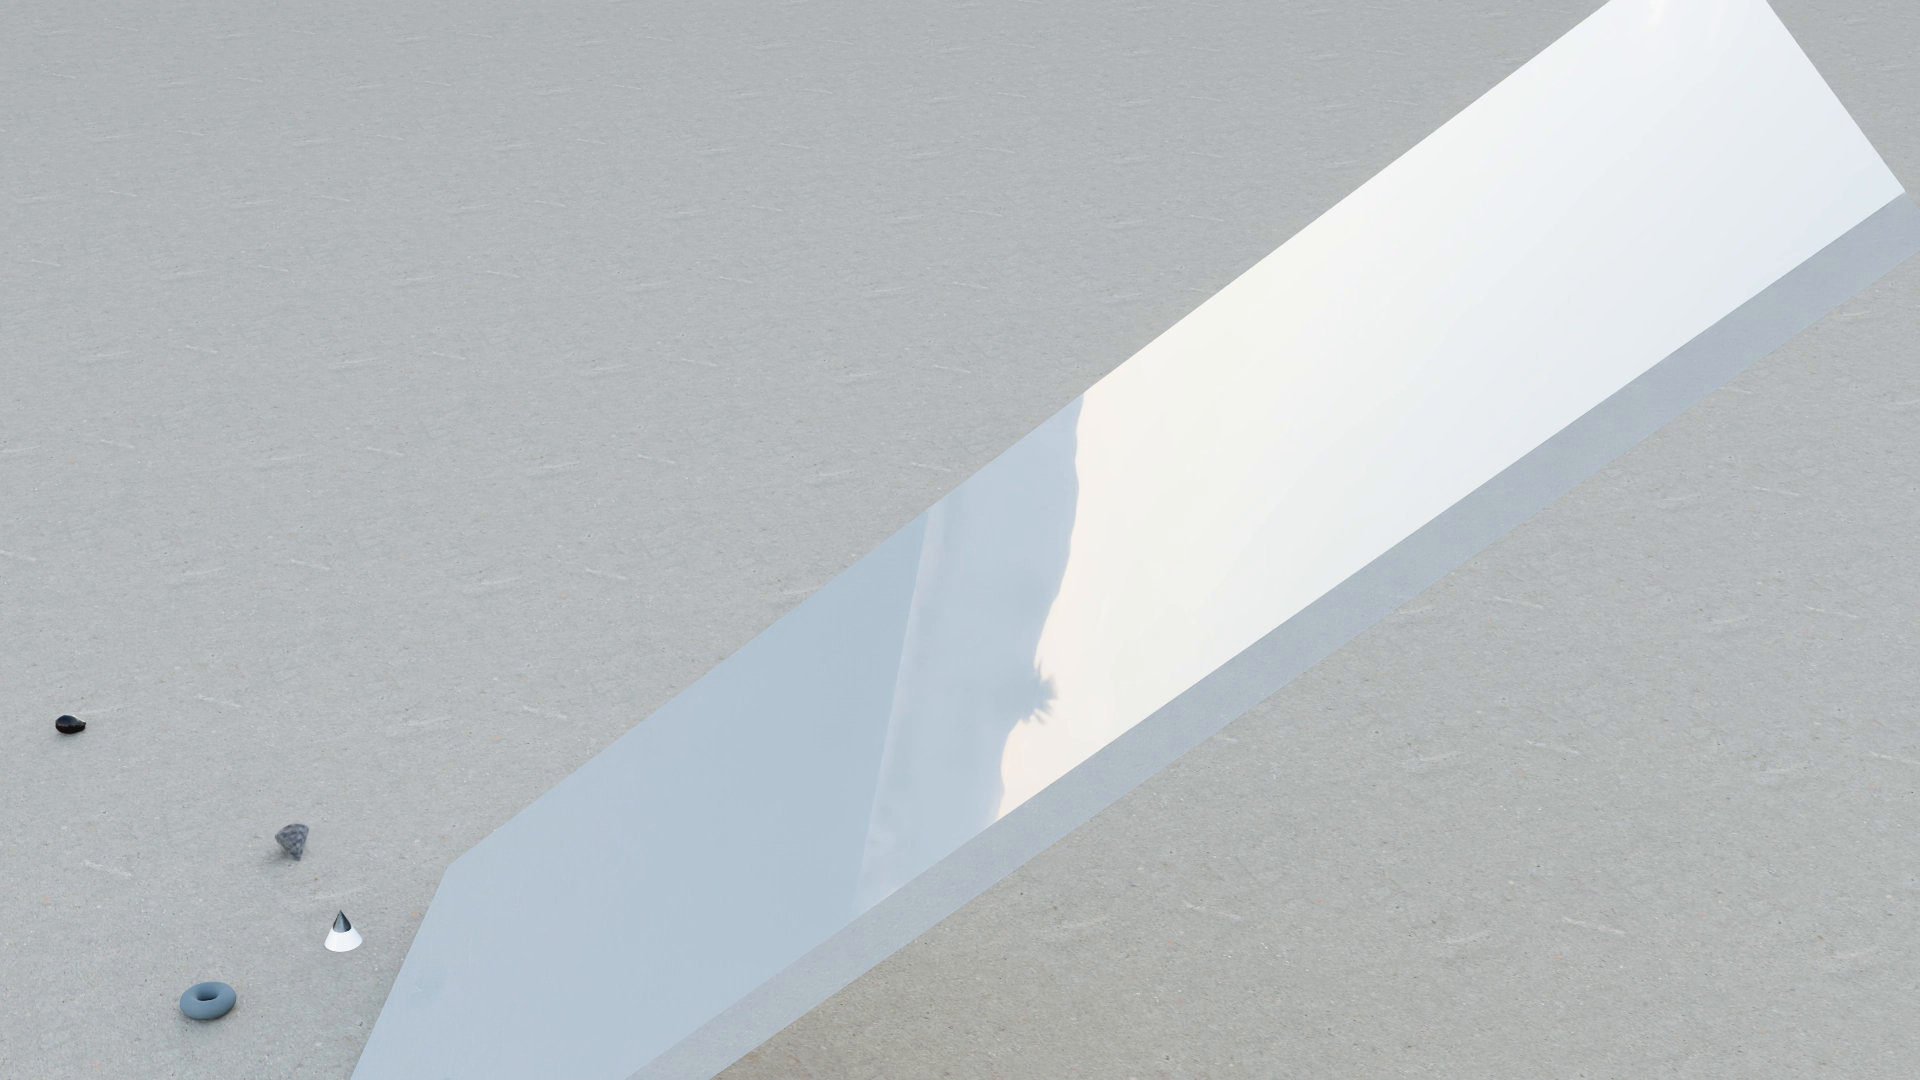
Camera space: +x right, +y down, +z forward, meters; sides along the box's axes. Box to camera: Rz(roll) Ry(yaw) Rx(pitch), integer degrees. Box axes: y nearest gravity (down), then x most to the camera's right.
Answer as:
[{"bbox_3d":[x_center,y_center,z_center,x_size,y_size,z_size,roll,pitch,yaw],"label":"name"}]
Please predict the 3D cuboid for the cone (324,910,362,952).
[{"bbox_3d":[-1.607,1.002,7.646,0.097,0.097,0.097,0,24,0],"label":"cone"}]

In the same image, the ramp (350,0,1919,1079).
[{"bbox_3d":[0.118,0.187,6.346,4.000,0.100,2.000,-36,16,18],"label":"ramp"}]

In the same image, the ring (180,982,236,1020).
[{"bbox_3d":[-1.884,1.154,7.369,0.139,0.046,0.139,-1,23,0],"label":"ring"}]

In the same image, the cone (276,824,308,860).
[{"bbox_3d":[-1.822,0.844,8.069,0.092,0.092,0.092,-11,53,-22],"label":"cone"}]
